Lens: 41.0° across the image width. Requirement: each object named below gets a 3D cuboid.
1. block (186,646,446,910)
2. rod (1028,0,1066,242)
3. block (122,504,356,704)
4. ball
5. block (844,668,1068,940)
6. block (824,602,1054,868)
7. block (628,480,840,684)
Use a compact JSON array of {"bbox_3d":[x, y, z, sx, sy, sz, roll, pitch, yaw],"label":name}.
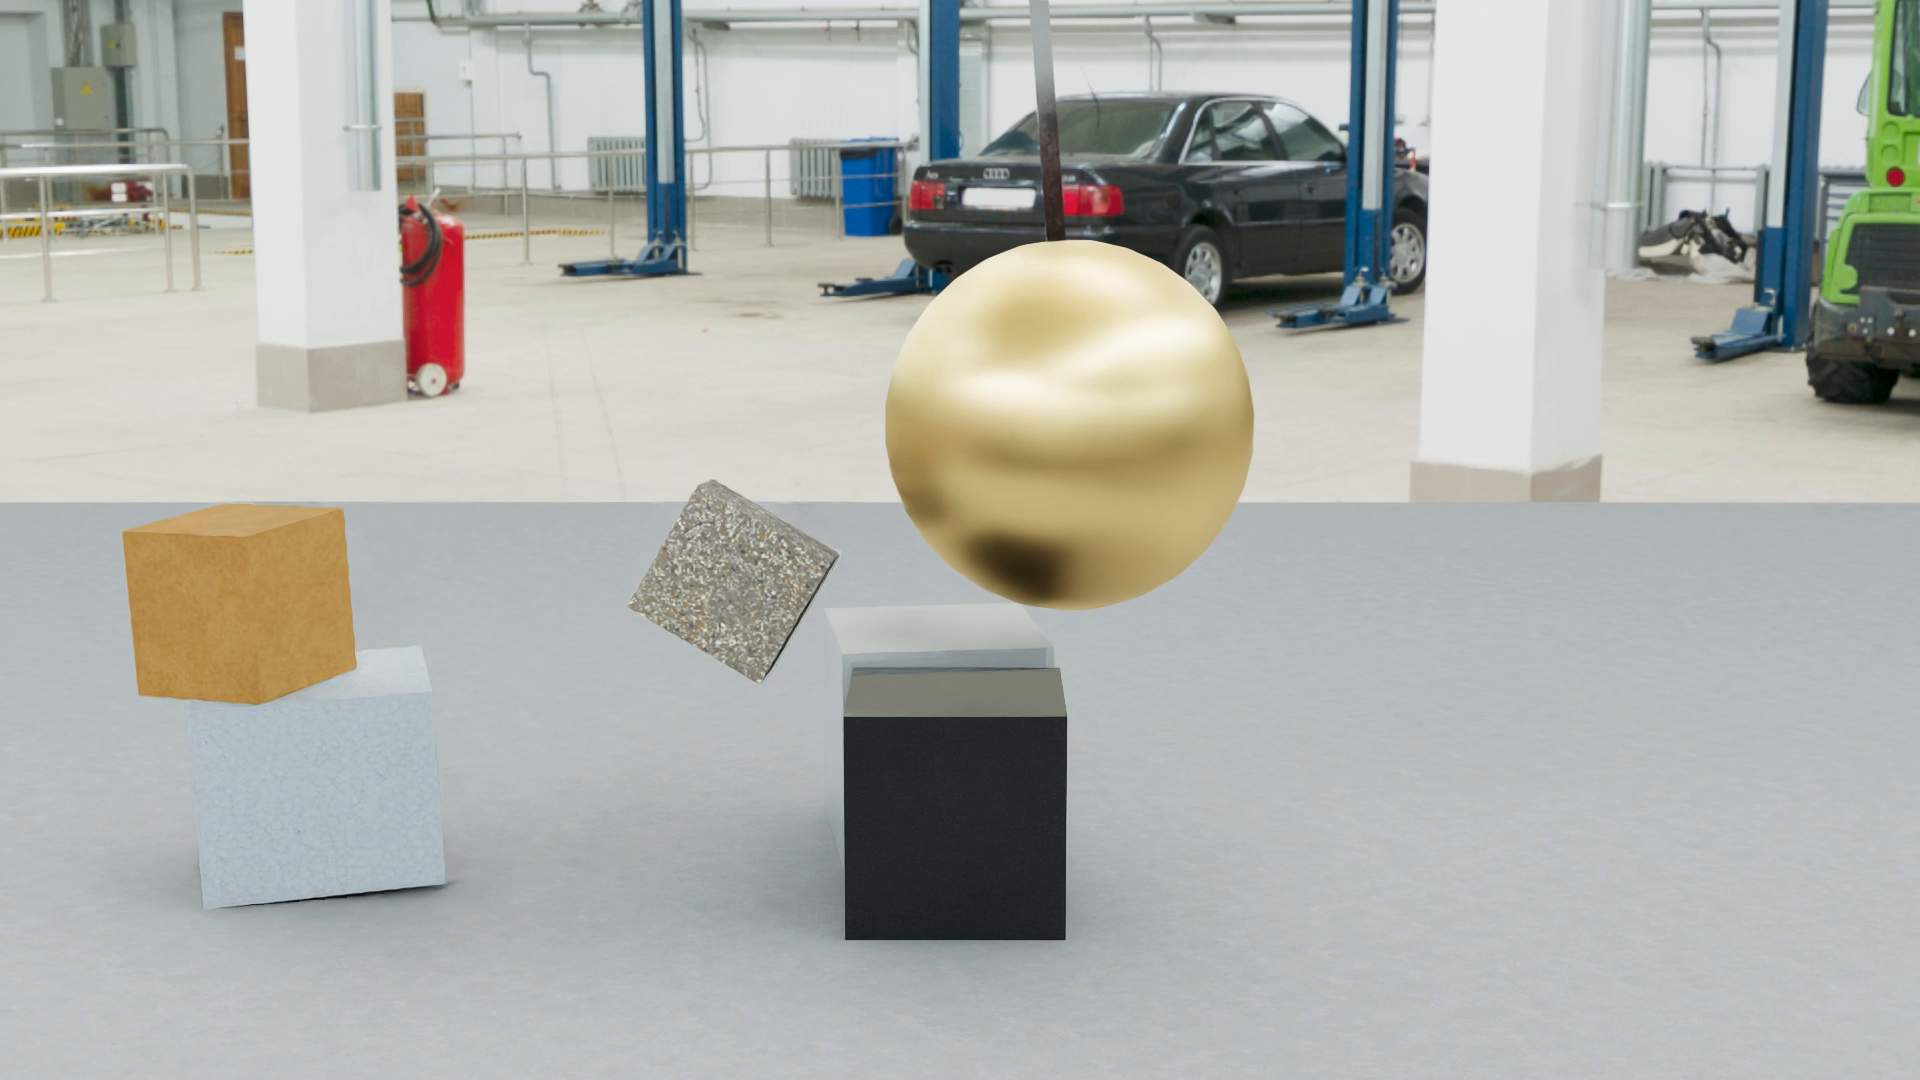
[{"bbox_3d":[-2.857,1.031,11.397,1.014,0.863,0.920,-4,11,-14],"label":"block"},{"bbox_3d":[0.205,-3.830,10.484,0.080,5.200,0.080,-4,10,1],"label":"rod"},{"bbox_3d":[-3.135,0.266,11.203,0.646,0.724,0.678,2,12,23],"label":"block"},{"bbox_3d":[0.472,-0.496,11.090,1.600,1.600,1.600,0,10,0],"label":"ball"},{"bbox_3d":[-0.017,1.100,10.873,0.905,0.945,0.873,0,10,0],"label":"block"},{"bbox_3d":[-0.116,0.890,11.891,0.942,0.995,0.984,-1,10,-8],"label":"block"},{"bbox_3d":[-0.975,0.171,11.167,0.653,0.597,0.603,31,4,-1],"label":"block"}]
